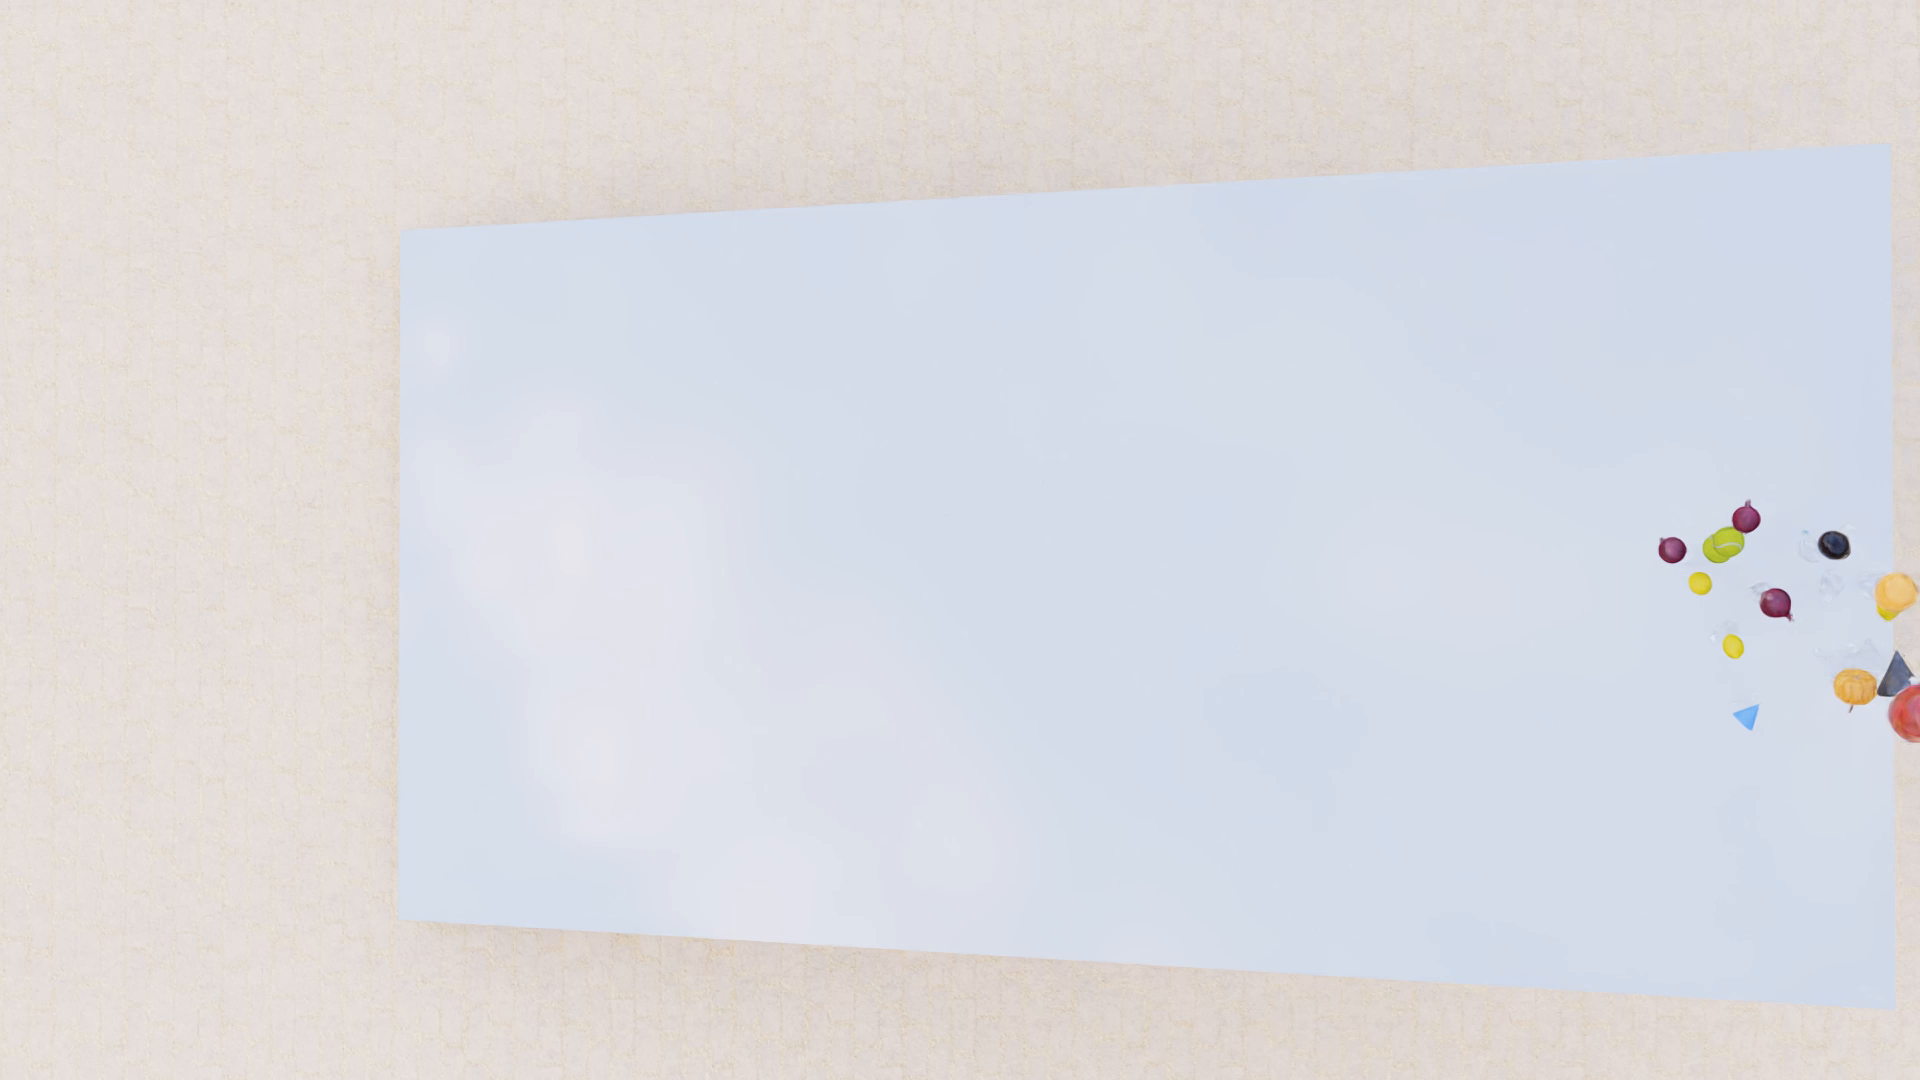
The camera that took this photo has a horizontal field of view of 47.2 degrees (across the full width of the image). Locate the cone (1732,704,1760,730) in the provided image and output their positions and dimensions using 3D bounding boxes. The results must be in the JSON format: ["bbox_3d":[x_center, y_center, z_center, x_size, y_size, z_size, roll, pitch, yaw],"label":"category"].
[{"bbox_3d":[1.778,0.388,4.941,0.057,0.057,0.057,38,108,0],"label":"cone"}]

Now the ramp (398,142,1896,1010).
[{"bbox_3d":[0.279,0.091,5.775,4.000,0.100,2.000,0,89,19],"label":"ramp"}]

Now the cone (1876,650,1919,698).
[{"bbox_3d":[1.972,0.275,4.622,0.093,0.093,0.093,-7,97,0],"label":"cone"}]
